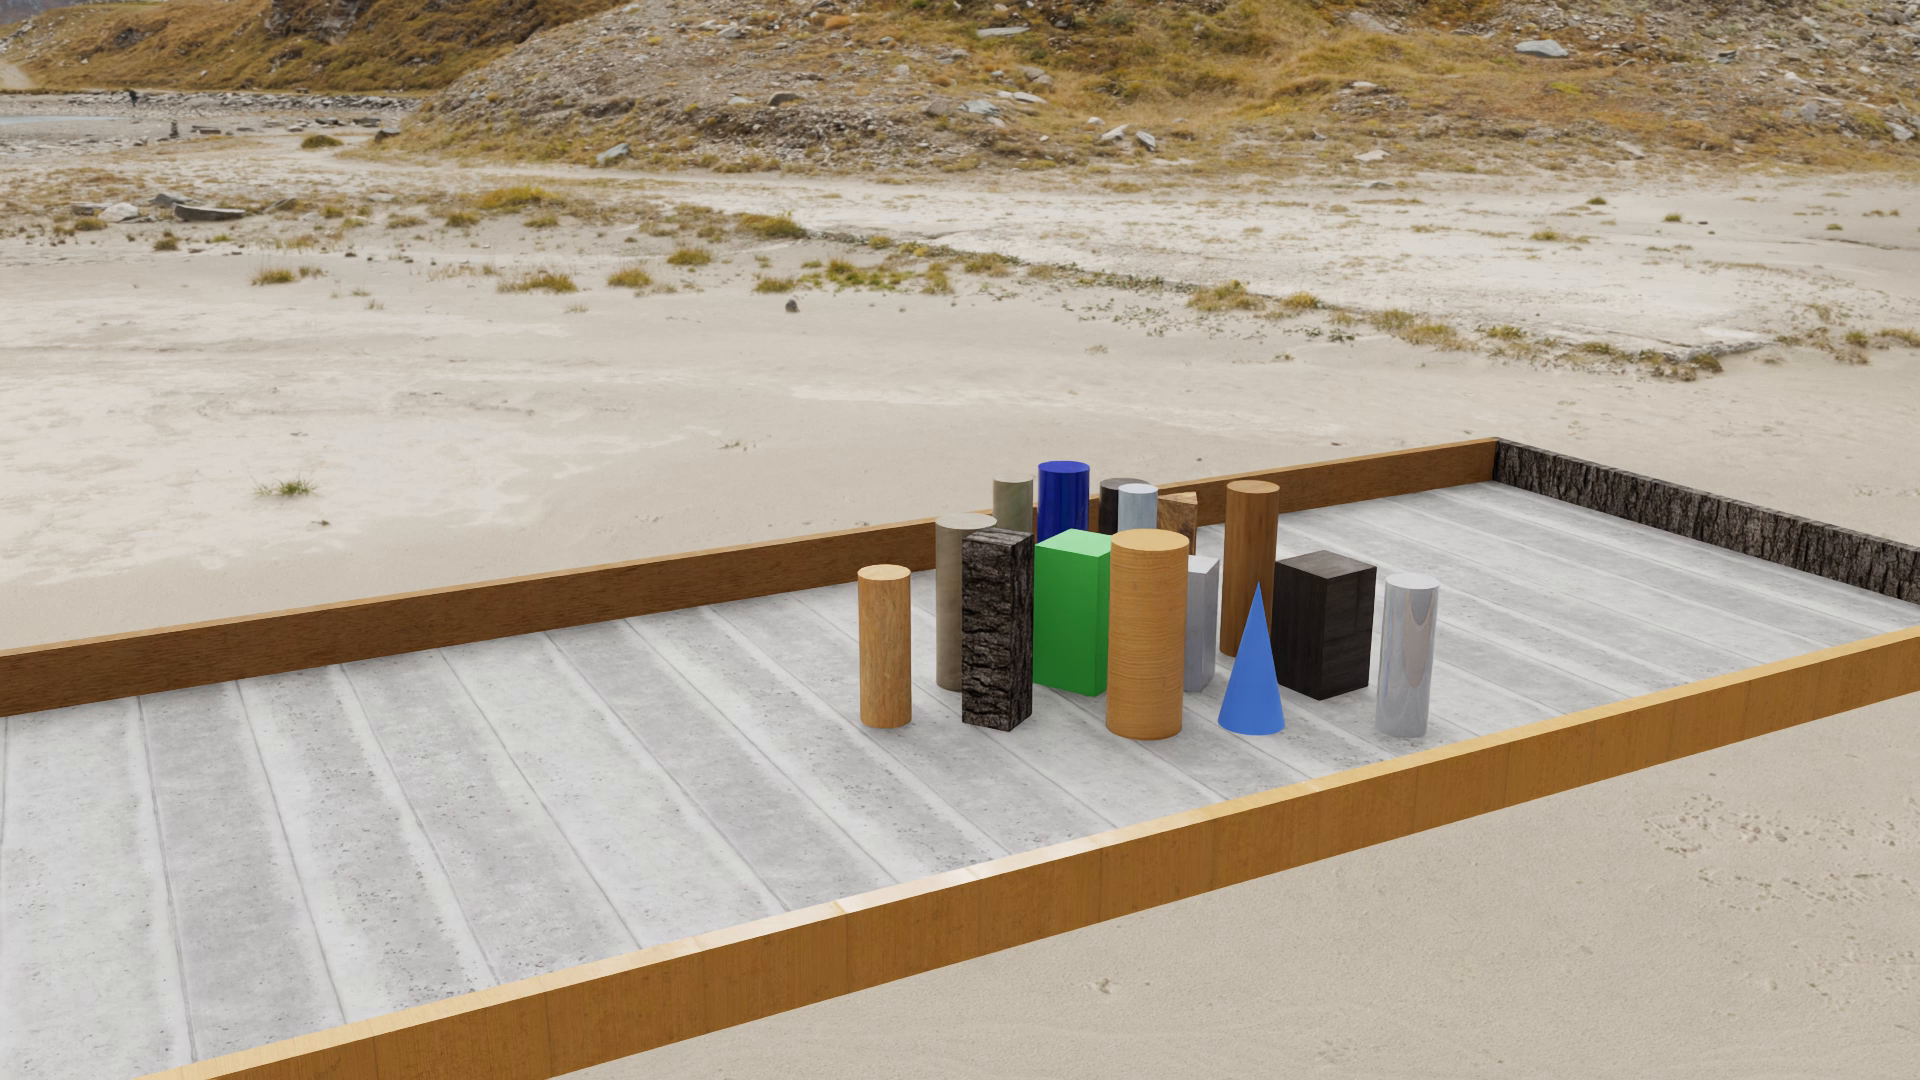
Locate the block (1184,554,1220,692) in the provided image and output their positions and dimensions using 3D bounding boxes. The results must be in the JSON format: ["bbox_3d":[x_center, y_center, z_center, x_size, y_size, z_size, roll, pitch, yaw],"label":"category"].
[{"bbox_3d":[0.559,0.204,4.114,0.133,0.308,0.133,7,18,22],"label":"block"}]

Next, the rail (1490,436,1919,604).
[{"bbox_3d":[2.466,-0.048,5.253,0.050,0.150,2.100,-9,18,-27],"label":"rail"}]

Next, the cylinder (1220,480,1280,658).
[{"bbox_3d":[0.754,0.077,4.301,0.134,0.446,0.134,0,16,0],"label":"cylinder"}]

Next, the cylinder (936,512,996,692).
[{"bbox_3d":[0.015,0.154,4.086,0.151,0.419,0.151,0,16,0],"label":"cylinder"}]

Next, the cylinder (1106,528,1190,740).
[{"bbox_3d":[0.431,0.217,3.808,0.178,0.455,0.178,0,16,0],"label":"cylinder"}]

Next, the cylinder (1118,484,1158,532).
[{"bbox_3d":[0.463,0.073,4.342,0.102,0.431,0.102,0,16,0],"label":"cylinder"}]

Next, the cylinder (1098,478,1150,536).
[{"bbox_3d":[0.478,-0.011,4.830,0.147,0.317,0.147,0,16,0],"label":"cylinder"}]

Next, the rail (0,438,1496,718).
[{"bbox_3d":[-3.305,0.497,3.399,12.000,0.150,0.050,-9,18,-27],"label":"rail"}]

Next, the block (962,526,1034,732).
[{"bbox_3d":[0.089,0.207,3.851,0.124,0.450,0.124,9,18,27],"label":"block"}]

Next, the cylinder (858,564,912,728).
[{"bbox_3d":[-0.175,0.249,3.862,0.122,0.364,0.122,0,16,0],"label":"cylinder"}]

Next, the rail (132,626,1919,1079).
[{"bbox_3d":[-2.336,1.006,1.665,12.000,0.150,0.050,-9,18,-27],"label":"rail"}]

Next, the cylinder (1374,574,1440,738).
[{"bbox_3d":[1.031,0.267,3.807,0.120,0.361,0.120,0,16,0],"label":"cylinder"}]

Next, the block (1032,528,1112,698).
[{"bbox_3d":[0.306,0.178,4.110,0.178,0.360,0.178,11,20,32],"label":"block"}]

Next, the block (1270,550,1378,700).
[{"bbox_3d":[0.898,0.209,4.091,0.174,0.313,0.174,-11,20,-33],"label":"block"}]

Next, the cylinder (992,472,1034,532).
[{"bbox_3d":[0.138,0.057,4.351,0.106,0.457,0.106,0,16,0],"label":"cylinder"}]

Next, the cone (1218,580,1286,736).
[{"bbox_3d":[0.687,0.261,3.842,0.157,0.352,0.157,0,16,0],"label":"cone"}]

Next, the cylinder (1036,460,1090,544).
[{"bbox_3d":[0.285,0.003,4.588,0.143,0.426,0.143,0,16,0],"label":"cylinder"}]

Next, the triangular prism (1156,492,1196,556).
[{"bbox_3d":[0.624,0.039,4.628,0.135,0.335,0.117,11,20,34],"label":"triangular prism"}]
